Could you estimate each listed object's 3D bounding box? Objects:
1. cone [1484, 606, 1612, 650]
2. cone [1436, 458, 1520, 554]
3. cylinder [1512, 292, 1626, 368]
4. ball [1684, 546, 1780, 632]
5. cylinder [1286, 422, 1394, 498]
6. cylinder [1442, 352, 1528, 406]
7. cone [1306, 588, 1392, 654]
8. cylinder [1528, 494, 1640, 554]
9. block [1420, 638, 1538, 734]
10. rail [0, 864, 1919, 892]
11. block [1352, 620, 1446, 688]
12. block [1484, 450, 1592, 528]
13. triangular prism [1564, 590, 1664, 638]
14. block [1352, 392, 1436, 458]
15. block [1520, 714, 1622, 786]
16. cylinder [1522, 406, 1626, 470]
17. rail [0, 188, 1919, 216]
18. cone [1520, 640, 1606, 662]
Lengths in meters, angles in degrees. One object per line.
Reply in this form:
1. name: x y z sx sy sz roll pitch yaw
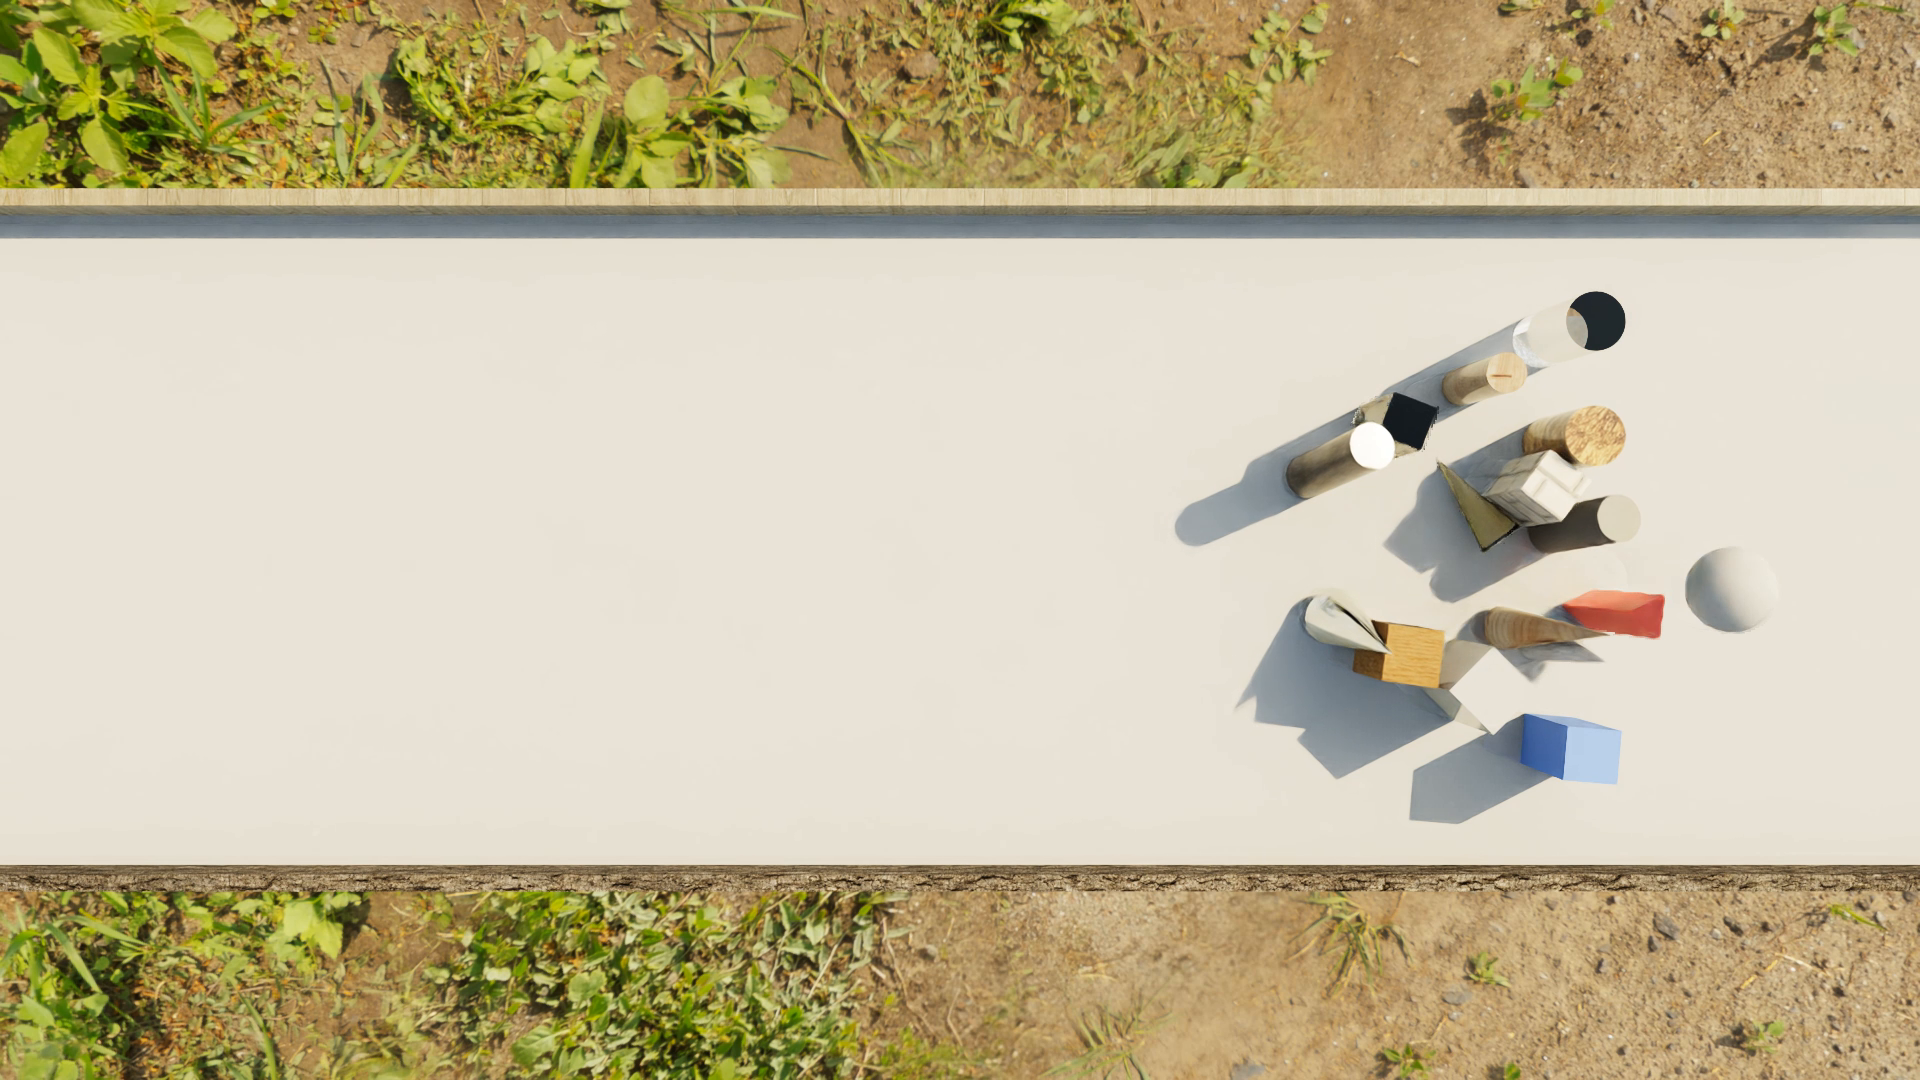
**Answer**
1. cone: 1.754 0.269 4.865 0.136 0.410 0.136 0 91 -30
2. cone: 1.555 -0.126 5.043 0.136 0.136 0.320 -36 78 0
3. cylinder: 1.786 -0.615 4.853 0.168 0.446 0.168 0 90 0
4. ball: 2.134 0.137 4.564 0.237 0.237 0.237 0 90 0
5. cylinder: 1.111 -0.229 4.848 0.134 0.436 0.134 2 80 -13
6. cylinder: 1.540 -0.471 4.861 0.116 0.431 0.116 0 90 0
7. cone: 1.184 0.279 4.858 0.179 0.402 0.179 -3 104 -12
8. cylinder: 1.842 -0.044 4.882 0.137 0.368 0.137 1 84 -12
9. block: 1.520 0.429 4.887 0.178 0.378 0.178 45 90 0
10. rail: -2.247 1.025 5.001 12.000 0.150 0.050 0 90 0
11. block: 1.303 0.334 4.914 0.165 0.322 0.165 7 90 -1
12. block: 1.710 -0.150 4.910 0.149 0.323 0.149 38 86 0
13. triangular prism: 1.964 0.199 4.915 0.125 0.317 0.108 38 82 -12
14. block: 1.275 -0.334 4.891 0.131 0.366 0.131 21 88 0
15. block: 1.809 0.617 4.896 0.155 0.361 0.155 5 90 0
16. cylinder: 1.819 -0.295 4.901 0.175 0.346 0.175 0 89 -1
17. rail: -2.247 -1.025 5.002 12.000 0.150 0.050 0 90 0
18. cone: 1.801 0.327 4.861 0.121 0.418 0.121 -1 95 -8
